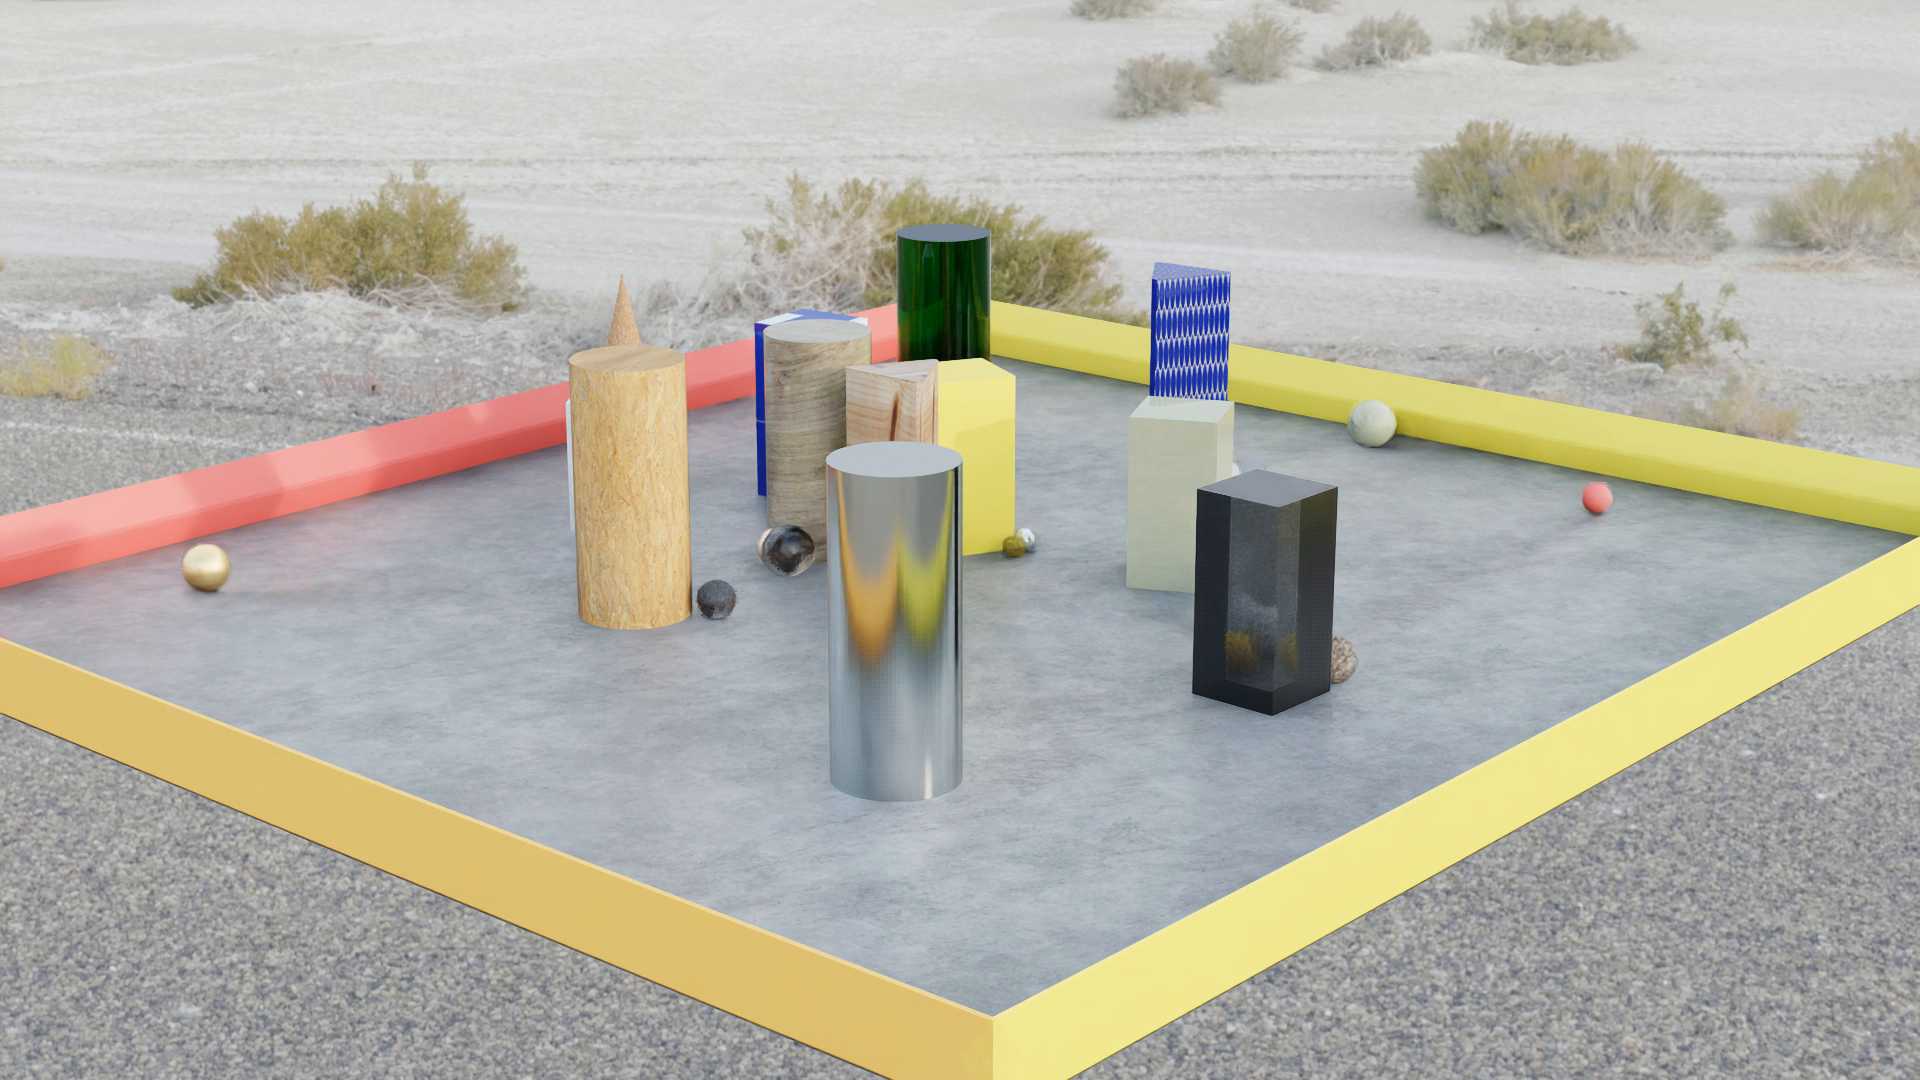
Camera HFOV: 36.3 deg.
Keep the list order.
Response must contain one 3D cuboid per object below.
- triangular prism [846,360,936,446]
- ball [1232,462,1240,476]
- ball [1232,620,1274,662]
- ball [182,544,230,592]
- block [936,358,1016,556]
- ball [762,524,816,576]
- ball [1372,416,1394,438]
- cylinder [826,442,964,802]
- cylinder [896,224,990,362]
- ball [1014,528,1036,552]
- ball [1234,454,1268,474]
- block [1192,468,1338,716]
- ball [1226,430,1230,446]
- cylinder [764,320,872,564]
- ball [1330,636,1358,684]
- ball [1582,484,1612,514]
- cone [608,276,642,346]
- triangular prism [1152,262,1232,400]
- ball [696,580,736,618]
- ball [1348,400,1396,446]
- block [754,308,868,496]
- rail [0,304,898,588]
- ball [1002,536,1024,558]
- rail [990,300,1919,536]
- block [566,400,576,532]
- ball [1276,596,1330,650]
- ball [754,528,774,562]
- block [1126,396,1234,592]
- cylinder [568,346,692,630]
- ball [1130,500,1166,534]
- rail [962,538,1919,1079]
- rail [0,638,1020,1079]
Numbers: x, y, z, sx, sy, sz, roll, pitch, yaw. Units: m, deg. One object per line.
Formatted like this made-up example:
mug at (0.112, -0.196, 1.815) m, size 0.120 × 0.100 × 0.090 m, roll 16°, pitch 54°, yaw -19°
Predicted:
triangular prism at (-0.088, -0.117, 5.167) m, size 0.169 × 0.386 × 0.146 m, roll 13°, pitch 21°, yaw 38°
ball at (0.498, -0.117, 5.674) m, size 0.093 × 0.093 × 0.093 m, roll 0°, pitch 17°, yaw 0°
ball at (0.477, 0.165, 4.783) m, size 0.068 × 0.068 × 0.068 m, roll 0°, pitch 17°, yaw 0°
ball at (-1.322, 0.049, 5.142) m, size 0.083 × 0.083 × 0.083 m, roll 0°, pitch 17°, yaw 0°
block at (-0.002, -0.152, 5.384) m, size 0.156 × 0.327 × 0.156 m, roll -7°, pitch 18°, yaw -22°
ball at (-0.305, 0.019, 5.224) m, size 0.094 × 0.094 × 0.094 m, roll 0°, pitch 17°, yaw 0°
ball at (0.889, -0.237, 6.157) m, size 0.045 × 0.045 × 0.045 m, roll 0°, pitch 17°, yaw 0°
cylinder at (-0.093, 0.116, 4.226) m, size 0.195 × 0.483 × 0.195 m, roll 0°, pitch 17°, yaw 0°
cylinder at (-0.034, -0.422, 6.088) m, size 0.195 × 0.438 × 0.195 m, roll 0°, pitch 17°, yaw 0°
ball at (0.119, 0.000, 5.372) m, size 0.044 × 0.044 × 0.044 m, roll 0°, pitch 17°, yaw 0°
ball at (0.564, -0.129, 5.744) m, size 0.076 × 0.076 × 0.076 m, roll 0°, pitch 17°, yaw 0°
block at (0.477, 0.080, 4.599) m, size 0.156 × 0.337 × 0.156 m, roll 15°, pitch 22°, yaw 40°
ball at (0.523, -0.213, 6.038) m, size 0.067 × 0.067 × 0.067 m, roll 0°, pitch 17°, yaw 0°
cylinder at (-0.257, -0.182, 5.344) m, size 0.195 × 0.408 × 0.195 m, roll 0°, pitch 17°, yaw 0°
ball at (0.598, 0.191, 4.683) m, size 0.077 × 0.077 × 0.077 m, roll 0°, pitch 17°, yaw 0°
ball at (1.220, -0.079, 5.613) m, size 0.057 × 0.057 × 0.057 m, roll 0°, pitch 17°, yaw 0°
cone at (-0.661, -0.323, 5.793) m, size 0.195 × 0.419 × 0.195 m, roll 0°, pitch 17°, yaw 0°
triangular prism at (0.416, -0.318, 5.749) m, size 0.169 × 0.435 × 0.146 m, roll -7°, pitch 18°, yaw -23°
ball at (-0.415, 0.100, 4.999) m, size 0.067 × 0.067 × 0.067 m, roll 0°, pitch 17°, yaw 0°
ball at (0.856, -0.242, 6.083) m, size 0.097 × 0.097 × 0.097 m, roll 0°, pitch 17°, yaw 0°
block at (-0.288, -0.259, 5.713) m, size 0.156 × 0.344 × 0.156 m, roll 11°, pitch 20°, yaw 32°
rail at (-0.963, -0.210, 5.920) m, size 0.045 × 0.127 × 2.879 m, roll 14°, pitch 22°, yaw 39°
ball at (0.096, 0.012, 5.339) m, size 0.041 × 0.041 × 0.041 m, roll 0°, pitch 17°, yaw 0°
rail at (0.928, -0.277, 6.144) m, size 2.597 × 0.127 × 0.045 m, roll 14°, pitch 22°, yaw 39°
block at (-0.647, -0.155, 5.531) m, size 0.156 × 0.249 × 0.156 m, roll 1°, pitch 17°, yaw 4°
ball at (0.566, 0.137, 4.839) m, size 0.090 × 0.090 × 0.090 m, roll 0°, pitch 17°, yaw 0°
ball at (-0.338, 0.012, 5.296) m, size 0.065 × 0.065 × 0.065 m, roll 0°, pitch 17°, yaw 0°
block at (0.389, -0.081, 5.179) m, size 0.156 × 0.310 × 0.156 m, roll 5°, pitch 17°, yaw 15°
cylinder at (-0.558, -0.091, 4.976) m, size 0.195 × 0.446 × 0.195 m, roll 0°, pitch 17°, yaw 0°
ball at (0.351, -0.043, 5.478) m, size 0.065 × 0.065 × 0.065 m, roll 0°, pitch 17°, yaw 0°
rail at (0.963, 0.273, 4.320) m, size 0.045 × 0.127 × 2.879 m, roll 14°, pitch 22°, yaw 39°
rail at (-0.928, 0.340, 4.097) m, size 2.597 × 0.127 × 0.045 m, roll 14°, pitch 22°, yaw 39°
